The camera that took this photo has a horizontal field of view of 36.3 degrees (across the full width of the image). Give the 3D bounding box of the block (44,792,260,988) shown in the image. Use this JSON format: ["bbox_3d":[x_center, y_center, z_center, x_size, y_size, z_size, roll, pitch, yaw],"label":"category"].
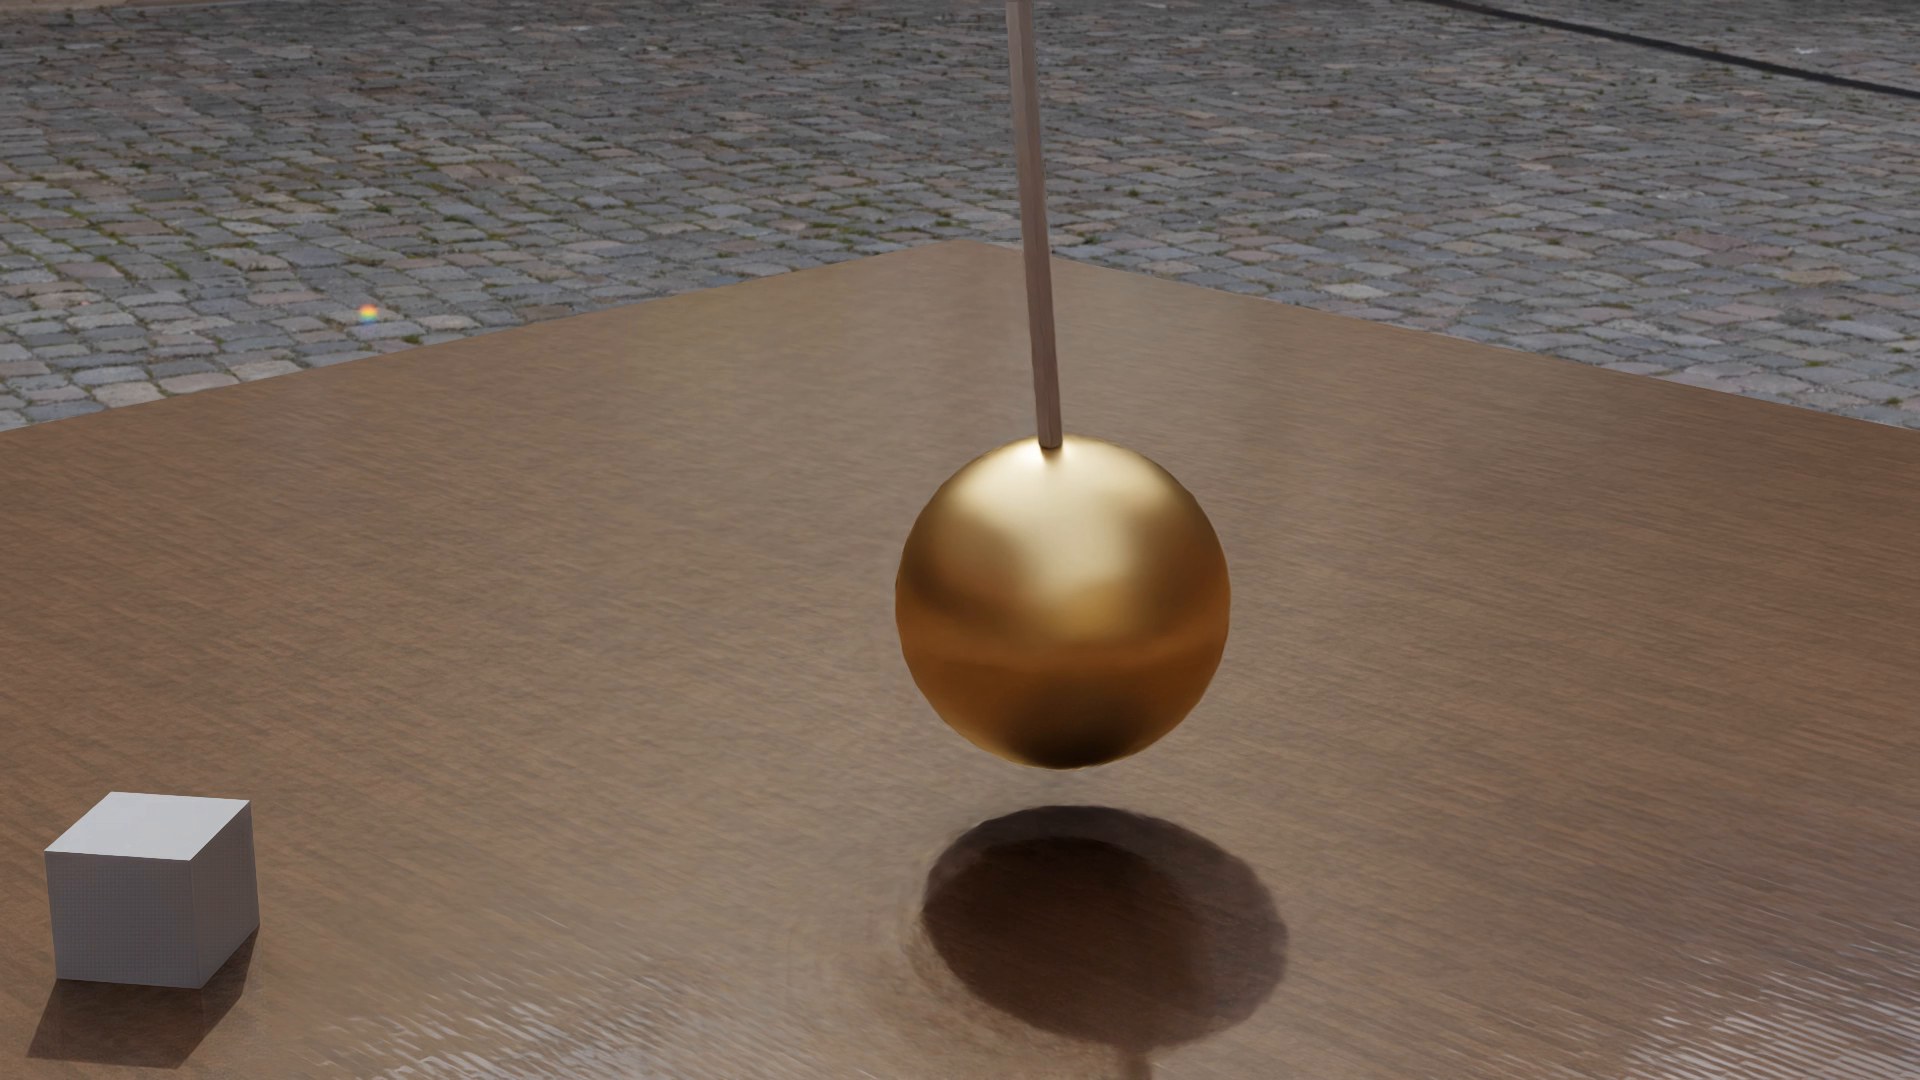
[{"bbox_3d":[-3.460,1.497,12.603,0.641,0.587,0.655,3,18,9],"label":"block"}]

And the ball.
[{"bbox_3d":[0.487,0.294,13.945,1.600,1.600,1.600,0,17,0],"label":"ball"}]

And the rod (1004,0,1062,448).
[{"bbox_3d":[0.211,-2.845,12.669,0.080,5.200,0.080,17,31,42],"label":"rod"}]
